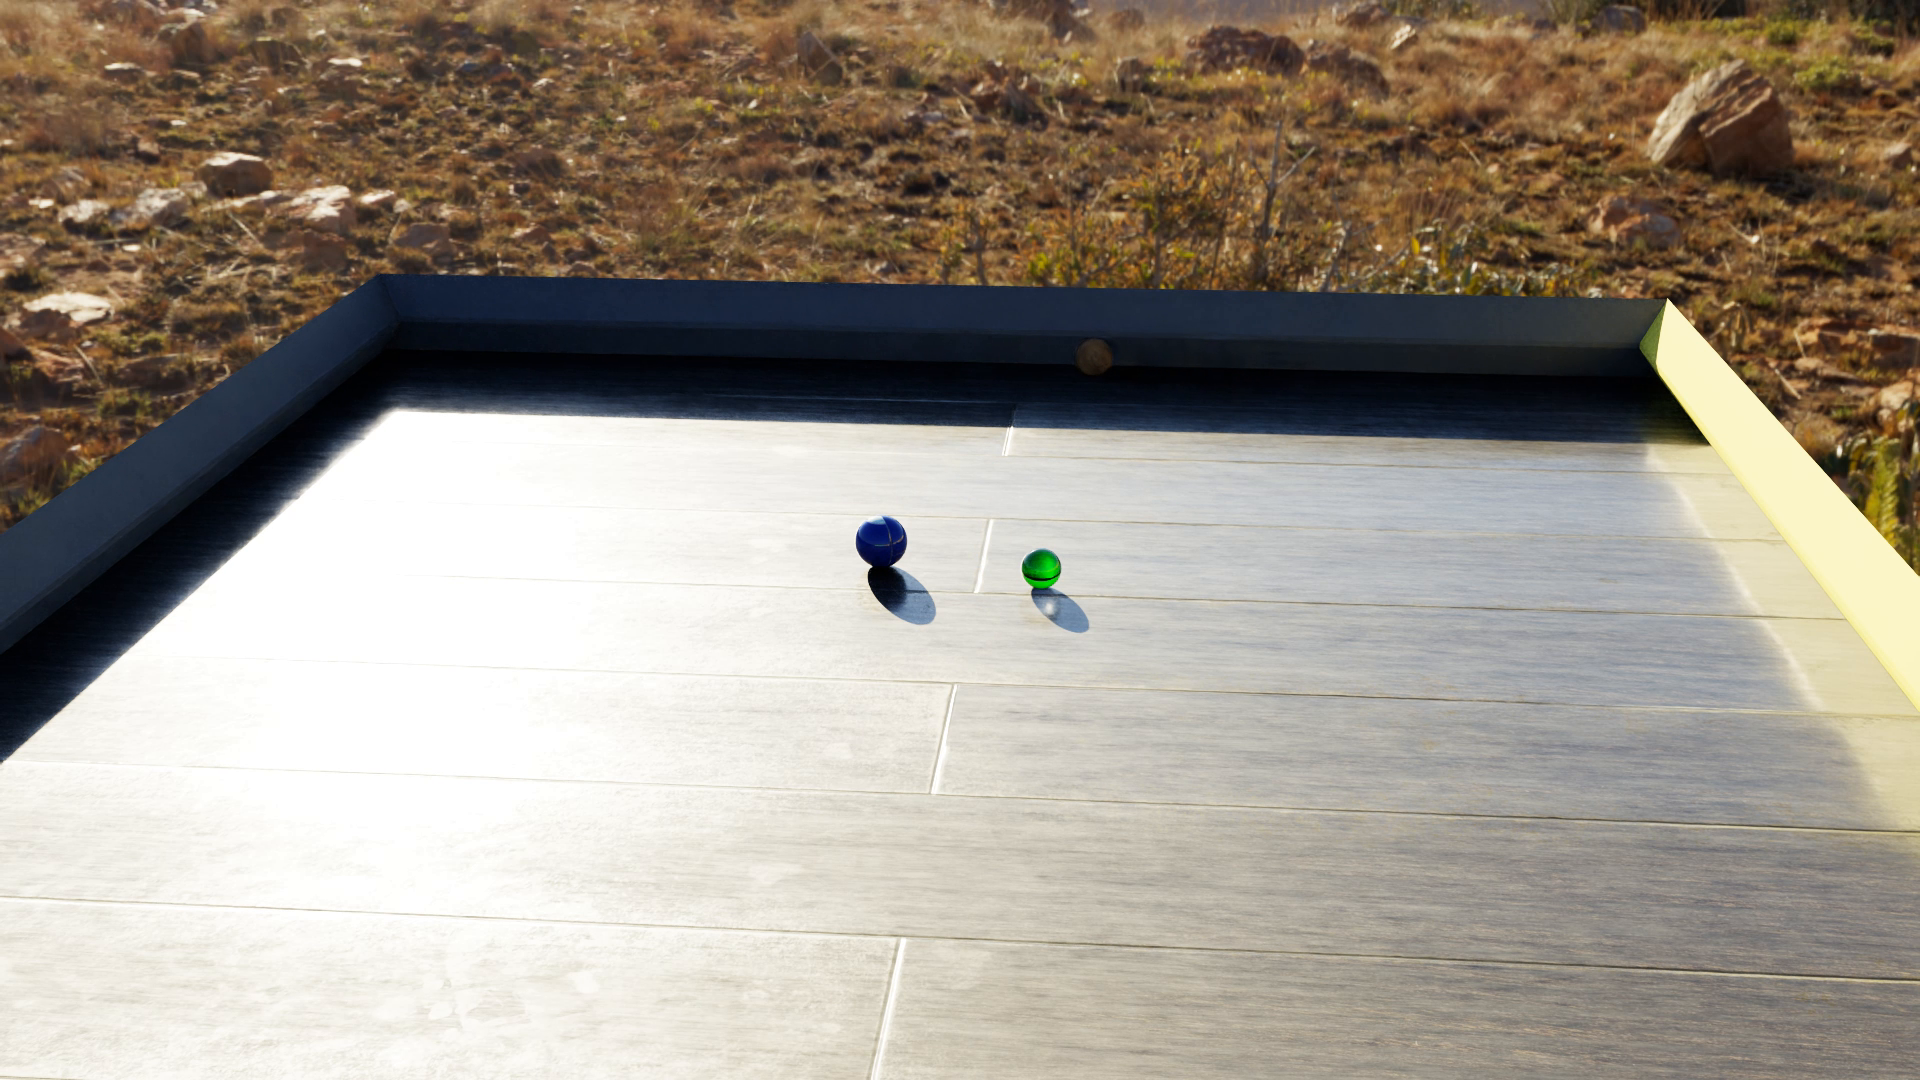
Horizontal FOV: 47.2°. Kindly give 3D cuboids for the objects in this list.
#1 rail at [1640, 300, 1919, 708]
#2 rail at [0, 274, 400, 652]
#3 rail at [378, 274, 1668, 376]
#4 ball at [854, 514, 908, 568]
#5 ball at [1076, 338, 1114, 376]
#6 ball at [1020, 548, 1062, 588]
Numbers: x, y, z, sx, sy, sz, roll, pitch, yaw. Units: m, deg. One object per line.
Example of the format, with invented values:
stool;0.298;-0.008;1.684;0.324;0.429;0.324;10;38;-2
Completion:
rail;0.875;0.293;1.642;0.045;0.118;3.463;2;20;5
rail;-1.022;0.238;1.793;0.045;0.118;3.463;2;20;5
rail;0.071;-0.319;3.316;1.951;0.118;0.045;2;20;5
ball;-0.091;0.001;2.525;0.061;0.061;0.061;0;20;0
ball;0.201;-0.273;3.282;0.056;0.056;0.056;0;20;0
ball;0.091;0.032;2.465;0.046;0.046;0.046;0;20;0
